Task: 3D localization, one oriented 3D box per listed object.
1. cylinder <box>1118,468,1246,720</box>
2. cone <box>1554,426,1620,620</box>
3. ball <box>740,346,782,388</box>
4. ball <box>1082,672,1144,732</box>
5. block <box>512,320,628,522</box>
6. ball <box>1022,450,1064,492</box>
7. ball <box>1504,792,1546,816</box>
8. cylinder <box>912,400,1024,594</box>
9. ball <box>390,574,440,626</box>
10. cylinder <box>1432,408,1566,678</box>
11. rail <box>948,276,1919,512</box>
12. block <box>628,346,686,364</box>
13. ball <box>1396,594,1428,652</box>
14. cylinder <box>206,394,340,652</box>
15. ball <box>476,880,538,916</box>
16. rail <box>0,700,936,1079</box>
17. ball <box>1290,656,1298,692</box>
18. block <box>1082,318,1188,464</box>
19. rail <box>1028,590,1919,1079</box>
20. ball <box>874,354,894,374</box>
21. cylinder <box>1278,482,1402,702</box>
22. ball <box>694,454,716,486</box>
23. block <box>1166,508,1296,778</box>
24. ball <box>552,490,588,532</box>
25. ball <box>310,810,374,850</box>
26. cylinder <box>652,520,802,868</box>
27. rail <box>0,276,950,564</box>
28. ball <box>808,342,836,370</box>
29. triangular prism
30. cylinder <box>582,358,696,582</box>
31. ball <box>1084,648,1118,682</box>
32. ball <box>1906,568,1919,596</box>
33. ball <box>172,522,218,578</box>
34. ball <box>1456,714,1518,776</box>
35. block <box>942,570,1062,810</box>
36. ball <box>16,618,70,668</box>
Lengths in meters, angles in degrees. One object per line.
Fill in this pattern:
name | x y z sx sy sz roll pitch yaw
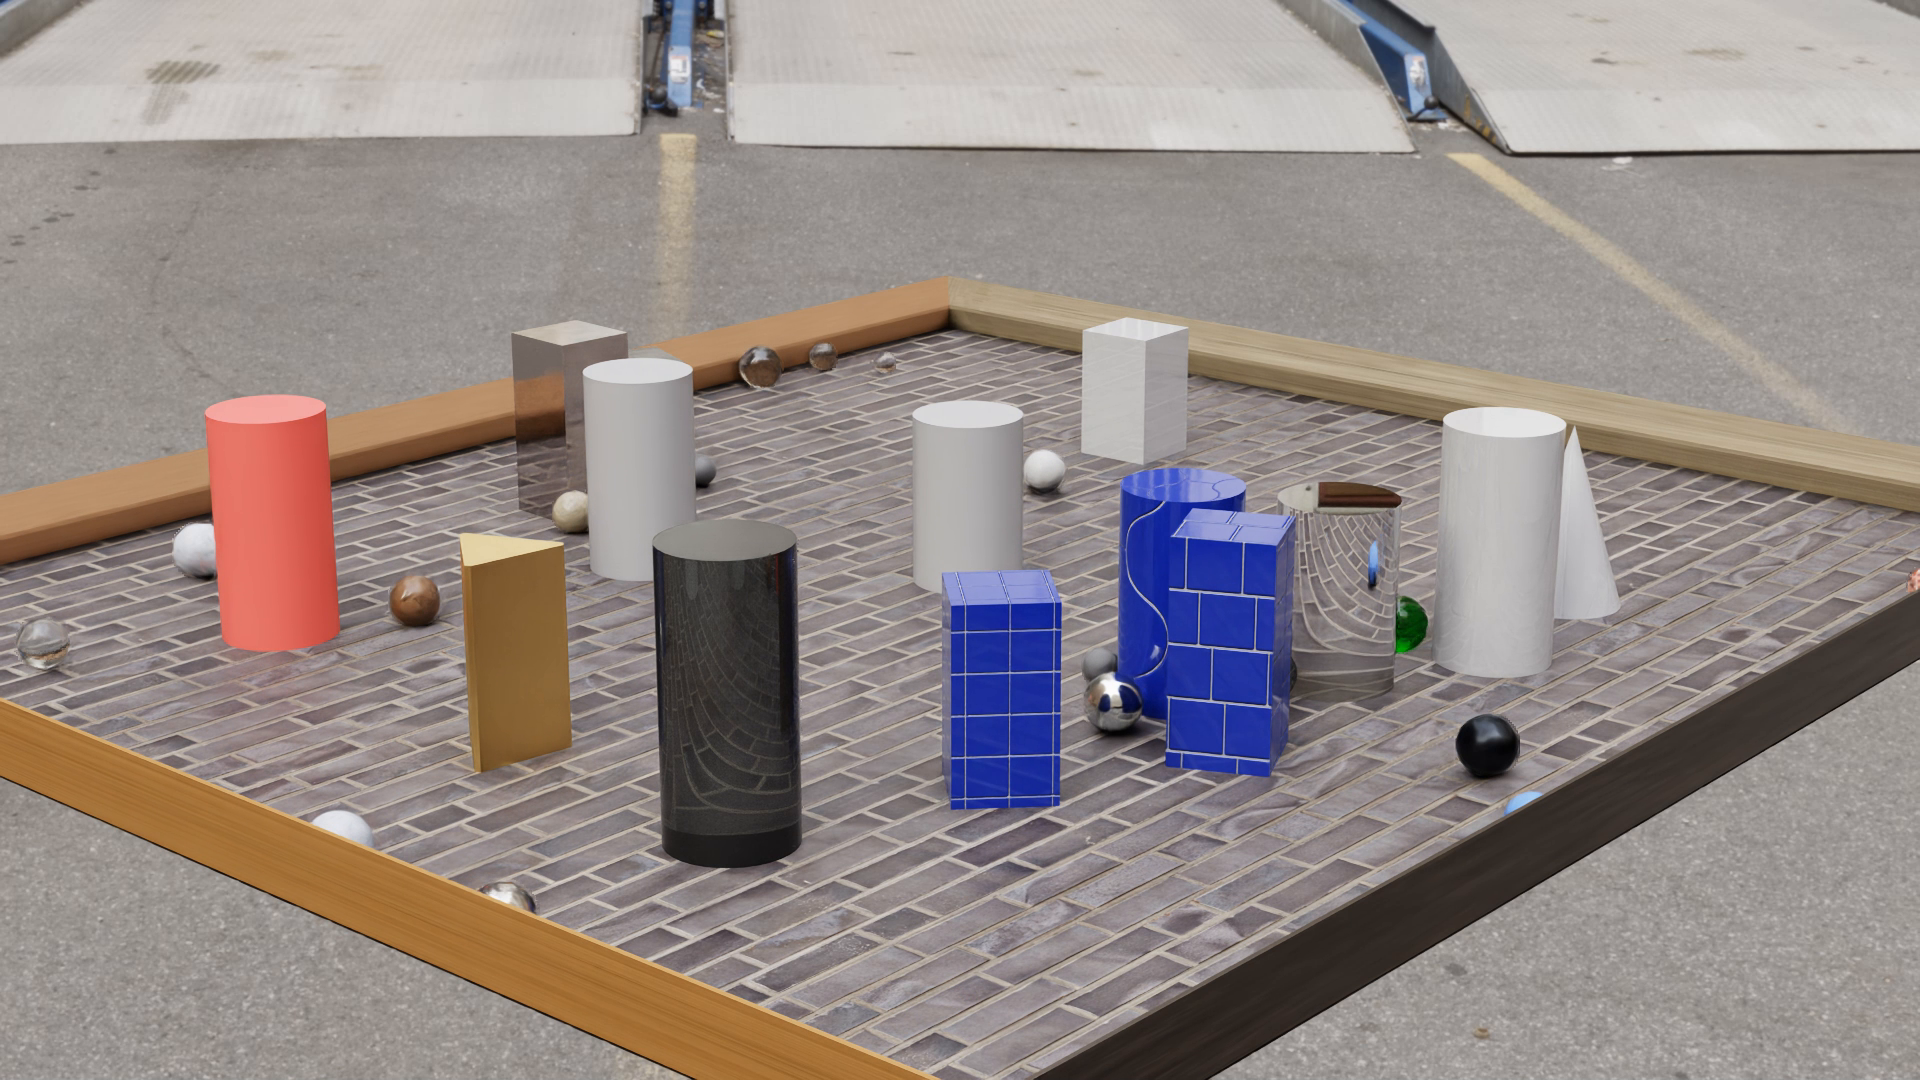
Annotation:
cylinder | 0.344 0.083 4.567 0.194 0.350 0.194 0 17 0
cone | 1.048 -0.044 5.046 0.194 0.317 0.194 0 17 0
ball | -0.448 -0.388 6.571 0.094 0.094 0.094 0 17 0
ball | 0.233 0.247 4.466 0.093 0.093 0.093 0 17 0
block | -0.738 -0.225 5.591 0.155 0.348 0.155 16 23 42
ball | 0.165 -0.135 5.752 0.082 0.082 0.082 0 17 0
ball | 0.787 0.385 4.037 0.077 0.077 0.077 0 17 0
cylinder | 0.014 -0.076 5.174 0.194 0.302 0.194 0 17 0
ball | -0.922 0.102 4.962 0.086 0.086 0.086 0 17 0
cylinder | 0.871 0.002 4.747 0.194 0.400 0.194 0 17 0
rail | 1.026 -0.310 6.251 2.838 0.126 0.045 14 22 39
block | -0.644 -0.241 5.820 0.155 0.245 0.155 -8 19 -26
ball | 0.722 0.138 4.825 0.095 0.095 0.095 0 17 0
cylinder | -1.141 -0.030 4.874 0.194 0.387 0.194 0 17 0
ball | -0.580 0.477 3.707 0.091 0.091 0.091 0 17 0
rail | -1.026 0.373 3.989 2.838 0.126 0.045 14 22 39
ball | 0.485 0.209 4.600 0.088 0.088 0.088 0 17 0
block | 0.359 -0.307 6.019 0.155 0.258 0.155 13 21 36
rail | 1.054 0.296 4.244 0.045 0.126 3.176 14 22 39
ball | -0.173 -0.405 6.708 0.046 0.046 0.046 0 17 0
cylinder | 0.597 0.081 4.651 0.194 0.305 0.194 0 17 0
ball | -0.512 -0.139 5.798 0.063 0.063 0.063 0 17 0
block | 0.400 0.150 4.336 0.155 0.354 0.155 5 17 16
ball | -0.722 -0.053 5.486 0.079 0.079 0.079 0 17 0
ball | -0.832 0.410 3.920 0.097 0.097 0.097 0 17 0
cylinder | -0.316 0.208 4.003 0.194 0.436 0.194 0 17 0
rail | -1.054 -0.233 5.996 0.045 0.126 3.176 14 22 39
ball | -0.316 -0.422 6.739 0.062 0.062 0.062 0 17 0
triangular prism | -0.695 0.158 4.372 0.168 0.318 0.146 -14 22 -40
cylinder | -0.571 -0.128 5.246 0.194 0.360 0.194 0 17 0
ball | 0.226 0.201 4.677 0.059 0.059 0.059 0 17 0
ball | 1.668 0.082 5.035 0.080 0.080 0.080 0 17 0
ball | -1.351 0.018 5.219 0.097 0.097 0.097 0 17 0
ball | 0.772 0.301 4.293 0.091 0.091 0.091 0 17 0
block | 0.058 0.213 4.211 0.155 0.306 0.155 -1 17 -5
ball | -1.486 0.167 4.750 0.083 0.083 0.083 0 17 0
